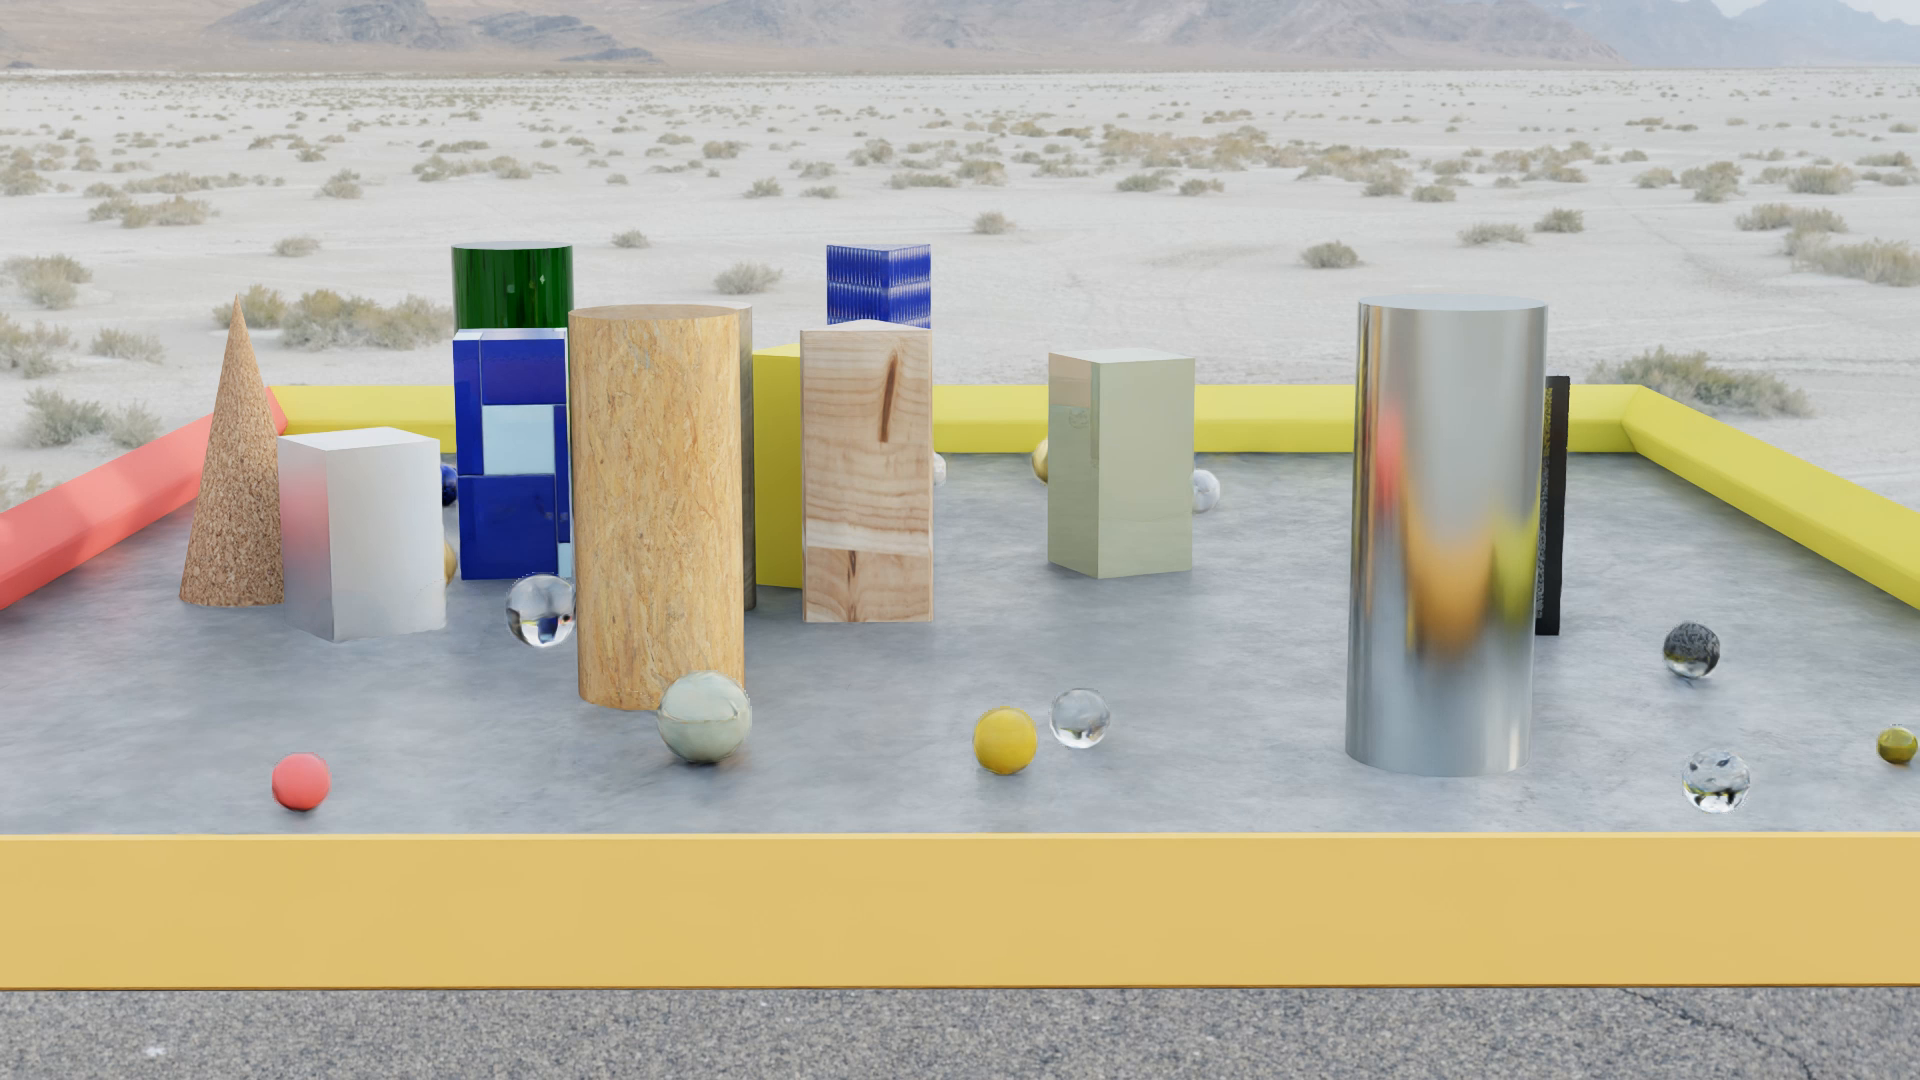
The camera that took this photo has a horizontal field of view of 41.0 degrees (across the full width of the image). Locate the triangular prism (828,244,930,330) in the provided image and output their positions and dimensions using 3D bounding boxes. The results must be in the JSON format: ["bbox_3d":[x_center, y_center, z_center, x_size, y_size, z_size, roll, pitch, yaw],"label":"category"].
[{"bbox_3d":[-0.109,-0.265,4.215,0.146,0.435,0.169,-7,13,-35],"label":"triangular prism"}]

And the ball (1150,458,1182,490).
[{"bbox_3d":[0.355,-0.113,4.437,0.055,0.055,0.055,0,11,0],"label":"ball"}]

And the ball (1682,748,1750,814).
[{"bbox_3d":[0.744,0.236,2.525,0.065,0.065,0.065,0,11,0],"label":"ball"}]

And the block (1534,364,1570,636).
[{"bbox_3d":[0.697,-0.057,3.361,0.156,0.337,0.156,0,11,1],"label":"block"}]

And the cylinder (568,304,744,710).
[{"bbox_3d":[-0.351,-0.042,2.982,0.195,0.446,0.195,0,11,0],"label":"cylinder"}]

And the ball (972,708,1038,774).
[{"bbox_3d":[0.047,0.209,2.661,0.068,0.068,0.068,0,11,0],"label":"ball"}]

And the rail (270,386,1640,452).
[{"bbox_3d":[-0.008,-0.226,4.841,2.597,0.127,0.045,0,11,0],"label":"rail"}]

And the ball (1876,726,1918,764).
[{"bbox_3d":[0.986,0.216,2.700,0.041,0.041,0.041,0,11,0],"label":"ball"}]

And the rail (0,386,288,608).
[{"bbox_3d":[-1.275,0.034,3.442,0.045,0.127,2.879,0,11,0],"label":"rail"}]

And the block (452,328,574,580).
[{"bbox_3d":[-0.646,-0.128,3.724,0.156,0.344,0.156,-1,11,-7],"label":"block"}]

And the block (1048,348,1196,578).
[{"bbox_3d":[0.234,-0.116,3.750,0.156,0.310,0.156,-5,12,-25],"label":"block"}]

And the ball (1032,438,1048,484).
[{"bbox_3d":[0.170,-0.138,4.481,0.088,0.088,0.088,0,11,0],"label":"ball"}]

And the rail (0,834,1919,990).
[{"bbox_3d":[0.008,0.291,2.057,2.597,0.127,0.045,0,11,0],"label":"rail"}]

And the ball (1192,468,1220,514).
[{"bbox_3d":[0.391,-0.080,4.211,0.073,0.073,0.073,0,11,0],"label":"ball"}]

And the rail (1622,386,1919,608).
[{"bbox_3d":[1.275,0.031,3.456,0.045,0.127,2.879,0,11,0],"label":"rail"}]

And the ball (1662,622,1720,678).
[{"bbox_3d":[0.878,0.132,3.079,0.067,0.067,0.067,0,11,0],"label":"ball"}]

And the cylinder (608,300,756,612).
[{"bbox_3d":[-0.375,-0.112,3.460,0.195,0.408,0.195,0,11,0],"label":"cylinder"}]

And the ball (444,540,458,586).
[{"bbox_3d":[-0.743,0.033,3.573,0.083,0.083,0.083,0,11,0],"label":"ball"}]

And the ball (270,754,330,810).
[{"bbox_3d":[-0.651,0.239,2.534,0.057,0.057,0.057,0,11,0],"label":"ball"}]

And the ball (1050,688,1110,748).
[{"bbox_3d":[0.129,0.192,2.763,0.065,0.065,0.065,0,11,0],"label":"ball"}]

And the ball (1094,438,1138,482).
[{"bbox_3d":[0.275,-0.141,4.530,0.076,0.076,0.076,0,11,0],"label":"ball"}]

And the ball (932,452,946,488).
[{"bbox_3d":[-0.056,-0.121,4.446,0.067,0.067,0.067,0,11,0],"label":"ball"}]

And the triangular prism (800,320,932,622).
[{"bbox_3d":[-0.124,-0.096,3.434,0.169,0.386,0.146,0,11,-2],"label":"triangular prism"}]

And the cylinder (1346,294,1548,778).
[{"bbox_3d":[0.511,-0.010,2.706,0.195,0.483,0.195,0,11,0],"label":"cylinder"}]

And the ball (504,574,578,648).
[{"bbox_3d":[-0.527,0.089,3.238,0.094,0.094,0.094,0,11,0],"label":"ball"}]

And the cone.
[{"bbox_3d":[-0.989,-0.133,3.546,0.195,0.419,0.195,0,11,0],"label":"cone"}]

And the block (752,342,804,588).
[{"bbox_3d":[-0.203,-0.107,3.656,0.156,0.327,0.156,5,12,26],"label":"block"}]

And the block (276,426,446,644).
[{"bbox_3d":[-0.781,-0.010,3.349,0.156,0.249,0.156,-8,13,-37],"label":"block"}]

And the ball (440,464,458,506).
[{"bbox_3d":[-0.865,-0.092,4.284,0.070,0.070,0.070,0,11,0],"label":"ball"}]

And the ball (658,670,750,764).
[{"bbox_3d":[-0.270,0.187,2.704,0.097,0.097,0.097,0,11,0],"label":"ball"}]

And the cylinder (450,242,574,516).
[{"bbox_3d":[-0.723,-0.260,4.180,0.195,0.438,0.195,0,11,0],"label":"cylinder"}]
